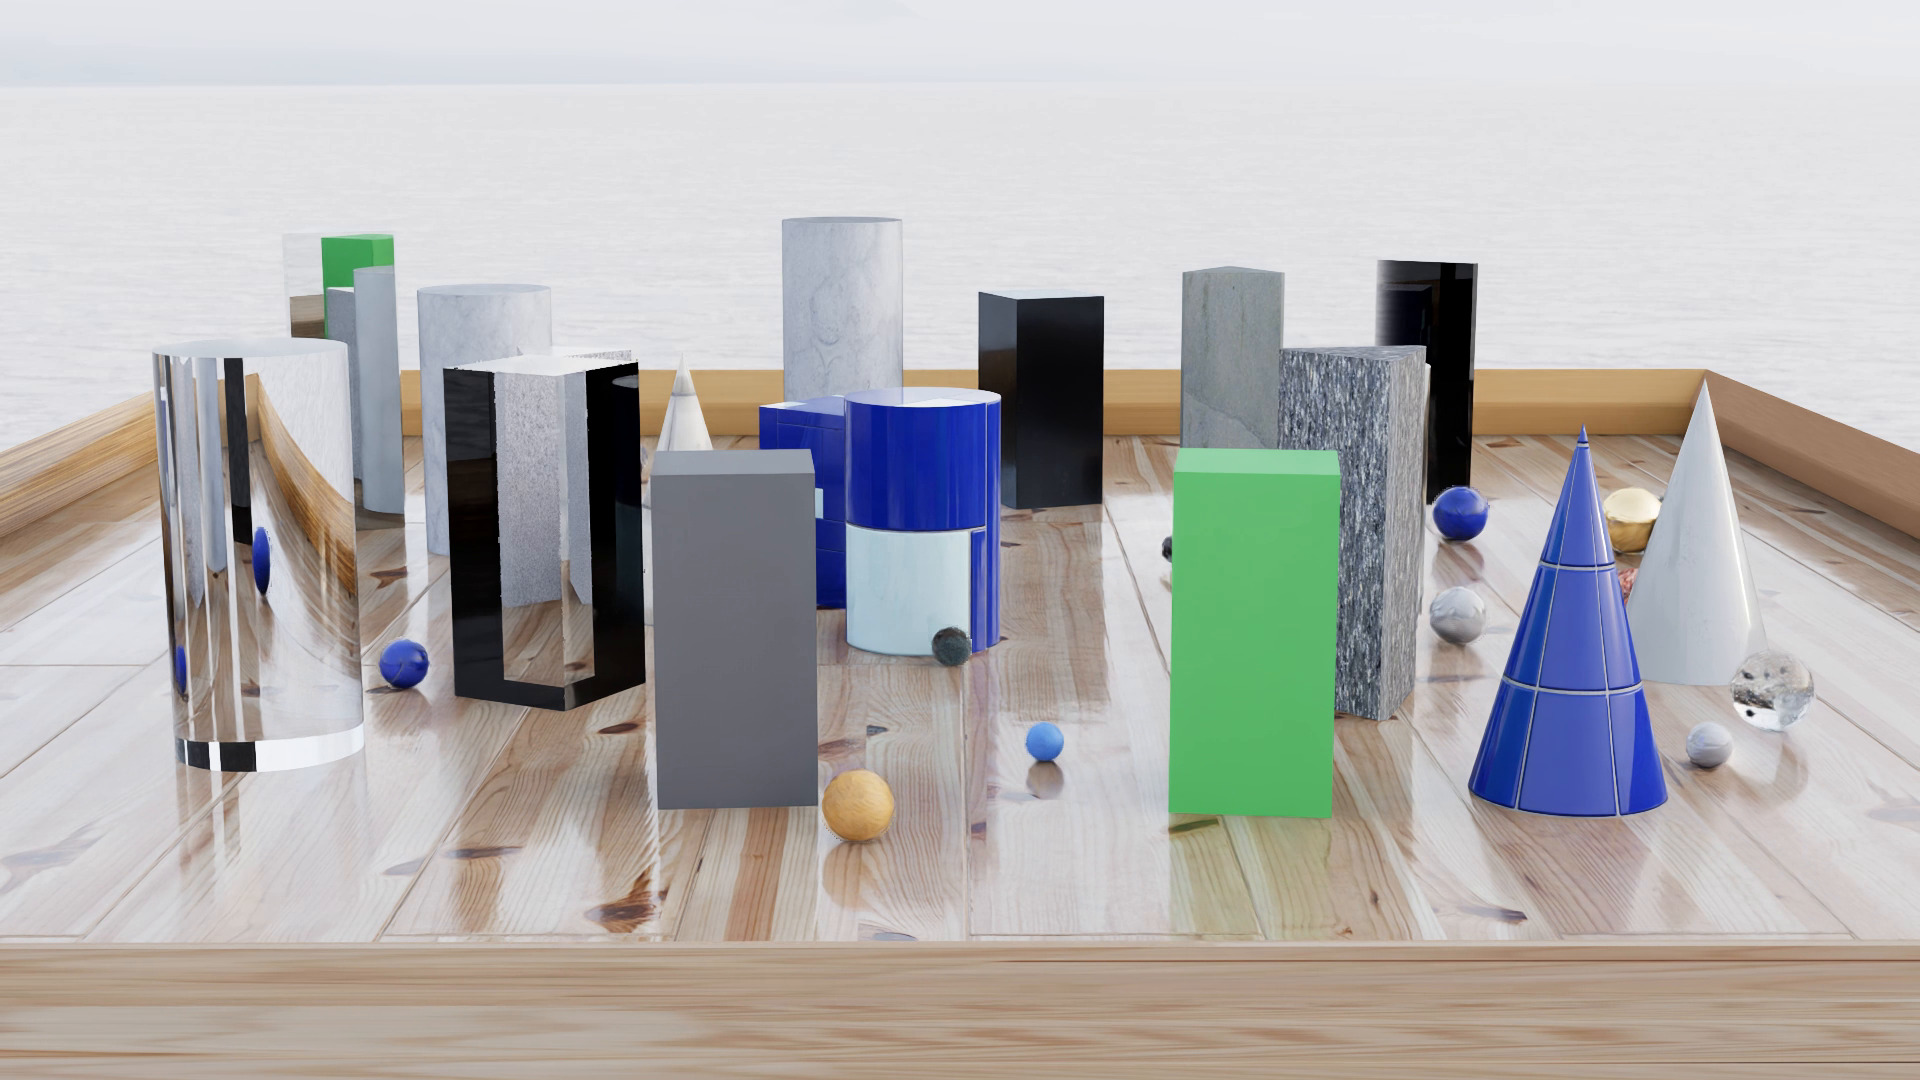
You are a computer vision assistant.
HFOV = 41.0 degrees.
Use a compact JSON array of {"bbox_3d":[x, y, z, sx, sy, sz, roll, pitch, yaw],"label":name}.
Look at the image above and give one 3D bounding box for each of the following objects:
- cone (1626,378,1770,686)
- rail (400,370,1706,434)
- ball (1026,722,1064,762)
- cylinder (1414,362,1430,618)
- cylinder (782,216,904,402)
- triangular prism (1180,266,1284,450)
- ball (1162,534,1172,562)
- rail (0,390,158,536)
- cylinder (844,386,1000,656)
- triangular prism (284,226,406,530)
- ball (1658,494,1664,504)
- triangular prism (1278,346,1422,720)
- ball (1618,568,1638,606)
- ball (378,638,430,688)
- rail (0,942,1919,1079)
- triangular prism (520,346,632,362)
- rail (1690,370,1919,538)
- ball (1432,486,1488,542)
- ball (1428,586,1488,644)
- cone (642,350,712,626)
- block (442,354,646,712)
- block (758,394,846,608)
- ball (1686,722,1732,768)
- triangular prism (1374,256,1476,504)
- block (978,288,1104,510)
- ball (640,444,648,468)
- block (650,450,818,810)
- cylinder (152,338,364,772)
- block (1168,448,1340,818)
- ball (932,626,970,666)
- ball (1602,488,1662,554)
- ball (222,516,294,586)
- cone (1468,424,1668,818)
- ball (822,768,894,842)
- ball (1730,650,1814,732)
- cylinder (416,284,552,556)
[{"bbox_3d":[0.896,-0.019,3.117,0.199,0.356,0.199,0,10,0],"label":"cone"},{"bbox_3d":[-0.010,-0.271,5.094,2.998,0.129,0.045,0,10,0],"label":"rail"},{"bbox_3d":[0.090,0.214,2.721,0.041,0.041,0.041,0,10,0],"label":"ball"},{"bbox_3d":[0.528,-0.071,3.458,0.199,0.332,0.199,0,10,0],"label":"cylinder"},{"bbox_3d":[-0.195,-0.295,4.279,0.199,0.475,0.199,0,10,0],"label":"cylinder"},{"bbox_3d":[0.476,-0.290,4.530,0.173,0.375,0.149,1,10,3],"label":"triangular prism"},{"bbox_3d":[0.320,0.013,3.799,0.044,0.044,0.044,0,10,0],"label":"ball"},{"bbox_3d":[-1.476,0.035,3.440,0.045,0.129,3.394,0,10,0],"label":"rail"},{"bbox_3d":[-0.048,-0.027,3.270,0.199,0.314,0.199,0,10,0],"label":"cylinder"},{"bbox_3d":[-0.995,-0.258,4.090,0.173,0.472,0.149,-5,12,-25],"label":"triangular prism"},{"bbox_3d":[1.097,-0.032,3.935,0.084,0.084,0.084,0,10,0],"label":"ball"},{"bbox_3d":[0.480,-0.017,2.965,0.149,0.406,0.173,-9,14,-39],"label":"triangular prism"},{"bbox_3d":[0.872,0.080,3.316,0.088,0.088,0.088,0,10,0],"label":"ball"},{"bbox_3d":[-0.658,0.146,3.038,0.059,0.059,0.059,0,10,0],"label":"ball"},{"bbox_3d":[0.010,0.338,1.803,2.998,0.129,0.045,0,10,0],"label":"rail"},{"bbox_3d":[-0.576,-0.104,3.634,0.173,0.333,0.149,-10,14,-43],"label":"triangular prism"},{"bbox_3d":[1.476,0.032,3.457,0.045,0.129,3.394,0,10,0],"label":"rail"},{"bbox_3d":[0.775,-0.040,3.976,0.085,0.085,0.085,0,10,0],"label":"ball"},{"bbox_3d":[0.634,0.097,3.265,0.074,0.074,0.074,0,10,0],"label":"ball"},{"bbox_3d":[-0.368,-0.078,3.435,0.199,0.355,0.199,0,10,0],"label":"cone"},{"bbox_3d":[-0.483,-0.013,3.001,0.159,0.386,0.159,6,12,28],"label":"block"},{"bbox_3d":[-0.165,-0.056,3.568,0.159,0.264,0.159,8,13,38],"label":"block"},{"bbox_3d":[0.786,0.216,2.693,0.048,0.048,0.048,0,10,0],"label":"ball"},{"bbox_3d":[0.808,-0.274,4.350,0.173,0.407,0.149,6,12,29],"label":"triangular prism"},{"bbox_3d":[0.135,-0.241,4.331,0.159,0.350,0.159,-4,11,-23],"label":"block"},{"bbox_3d":[-0.596,-0.150,4.634,0.062,0.062,0.062,0,10,0],"label":"ball"},{"bbox_3d":[-0.227,0.087,2.598,0.159,0.336,0.159,-1,11,-5],"label":"block"},{"bbox_3d":[-0.747,0.011,2.738,0.199,0.434,0.199,0,10,0],"label":"cylinder"},{"bbox_3d":[0.295,0.089,2.572,0.159,0.341,0.159,1,11,7],"label":"block"},{"bbox_3d":[-0.011,0.131,3.153,0.048,0.048,0.048,0,10,0],"label":"ball"},{"bbox_3d":[1.015,-0.030,3.878,0.100,0.100,0.100,0,10,0],"label":"ball"},{"bbox_3d":[-0.995,0.015,3.640,0.098,0.098,0.098,0,10,0],"label":"ball"},{"bbox_3d":[0.618,0.069,2.577,0.199,0.378,0.199,0,10,0],"label":"cone"},{"bbox_3d":[-0.097,0.252,2.439,0.069,0.069,0.069,0,10,0],"label":"ball"},{"bbox_3d":[0.900,0.167,2.842,0.089,0.089,0.089,0,10,0],"label":"ball"},{"bbox_3d":[-0.719,-0.186,3.910,0.199,0.394,0.199,0,10,0],"label":"cylinder"}]
